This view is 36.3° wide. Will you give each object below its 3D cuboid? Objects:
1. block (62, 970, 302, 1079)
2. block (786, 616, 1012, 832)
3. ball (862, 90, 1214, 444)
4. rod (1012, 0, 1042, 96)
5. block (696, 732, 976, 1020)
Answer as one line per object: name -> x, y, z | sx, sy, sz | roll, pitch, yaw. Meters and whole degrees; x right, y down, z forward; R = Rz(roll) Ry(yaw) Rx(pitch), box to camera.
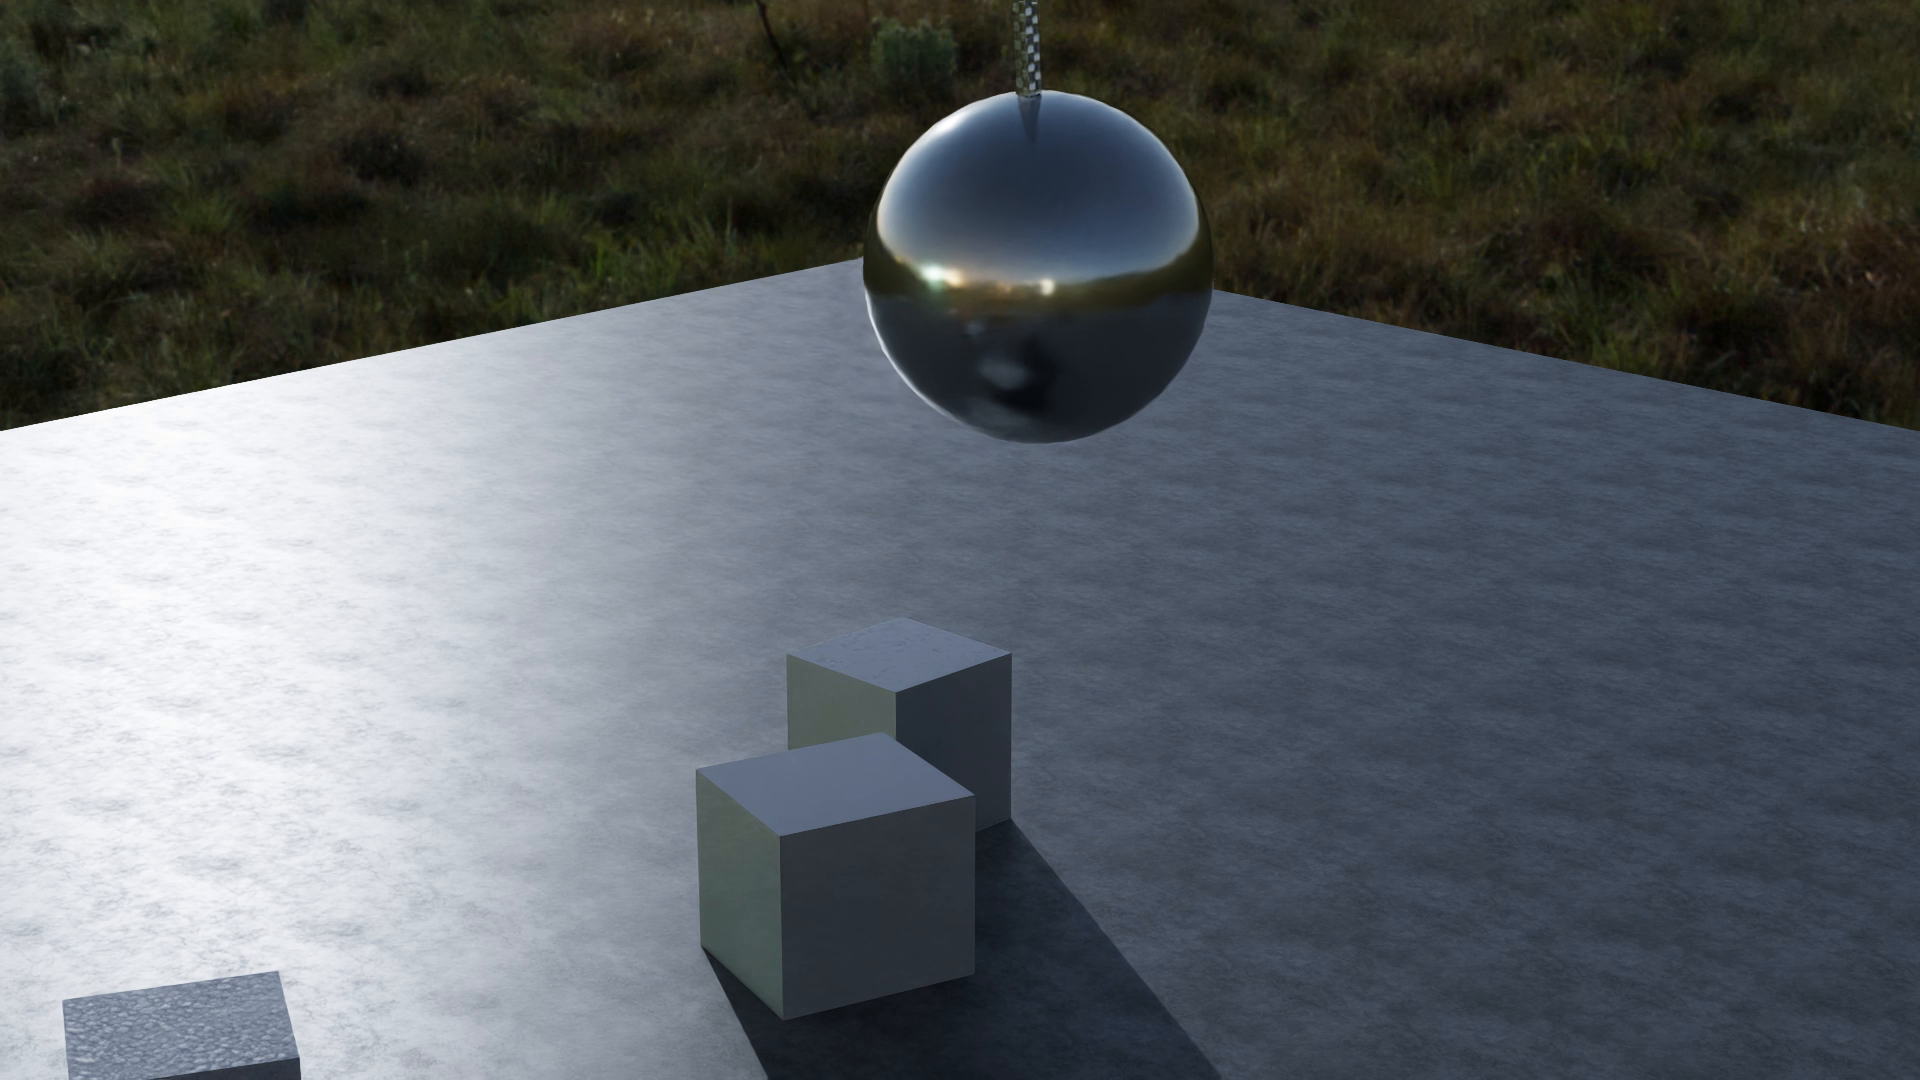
block -> -2.776, 2.079, 10.522 | 0.770, 0.724, 0.726 | -6, 18, -17
block -> -0.287, 0.936, 13.958 | 0.760, 0.844, 0.745 | -17, 24, -42
ball -> 0.354, -1.237, 13.324 | 1.600, 1.600, 1.600 | 0, 17, 0
rod -> 0.153, -4.409, 12.117 | 0.080, 5.200, 0.080 | 17, 29, 42
block -> -0.532, 1.411, 12.486 | 0.902, 0.821, 0.831 | -9, 20, -27
